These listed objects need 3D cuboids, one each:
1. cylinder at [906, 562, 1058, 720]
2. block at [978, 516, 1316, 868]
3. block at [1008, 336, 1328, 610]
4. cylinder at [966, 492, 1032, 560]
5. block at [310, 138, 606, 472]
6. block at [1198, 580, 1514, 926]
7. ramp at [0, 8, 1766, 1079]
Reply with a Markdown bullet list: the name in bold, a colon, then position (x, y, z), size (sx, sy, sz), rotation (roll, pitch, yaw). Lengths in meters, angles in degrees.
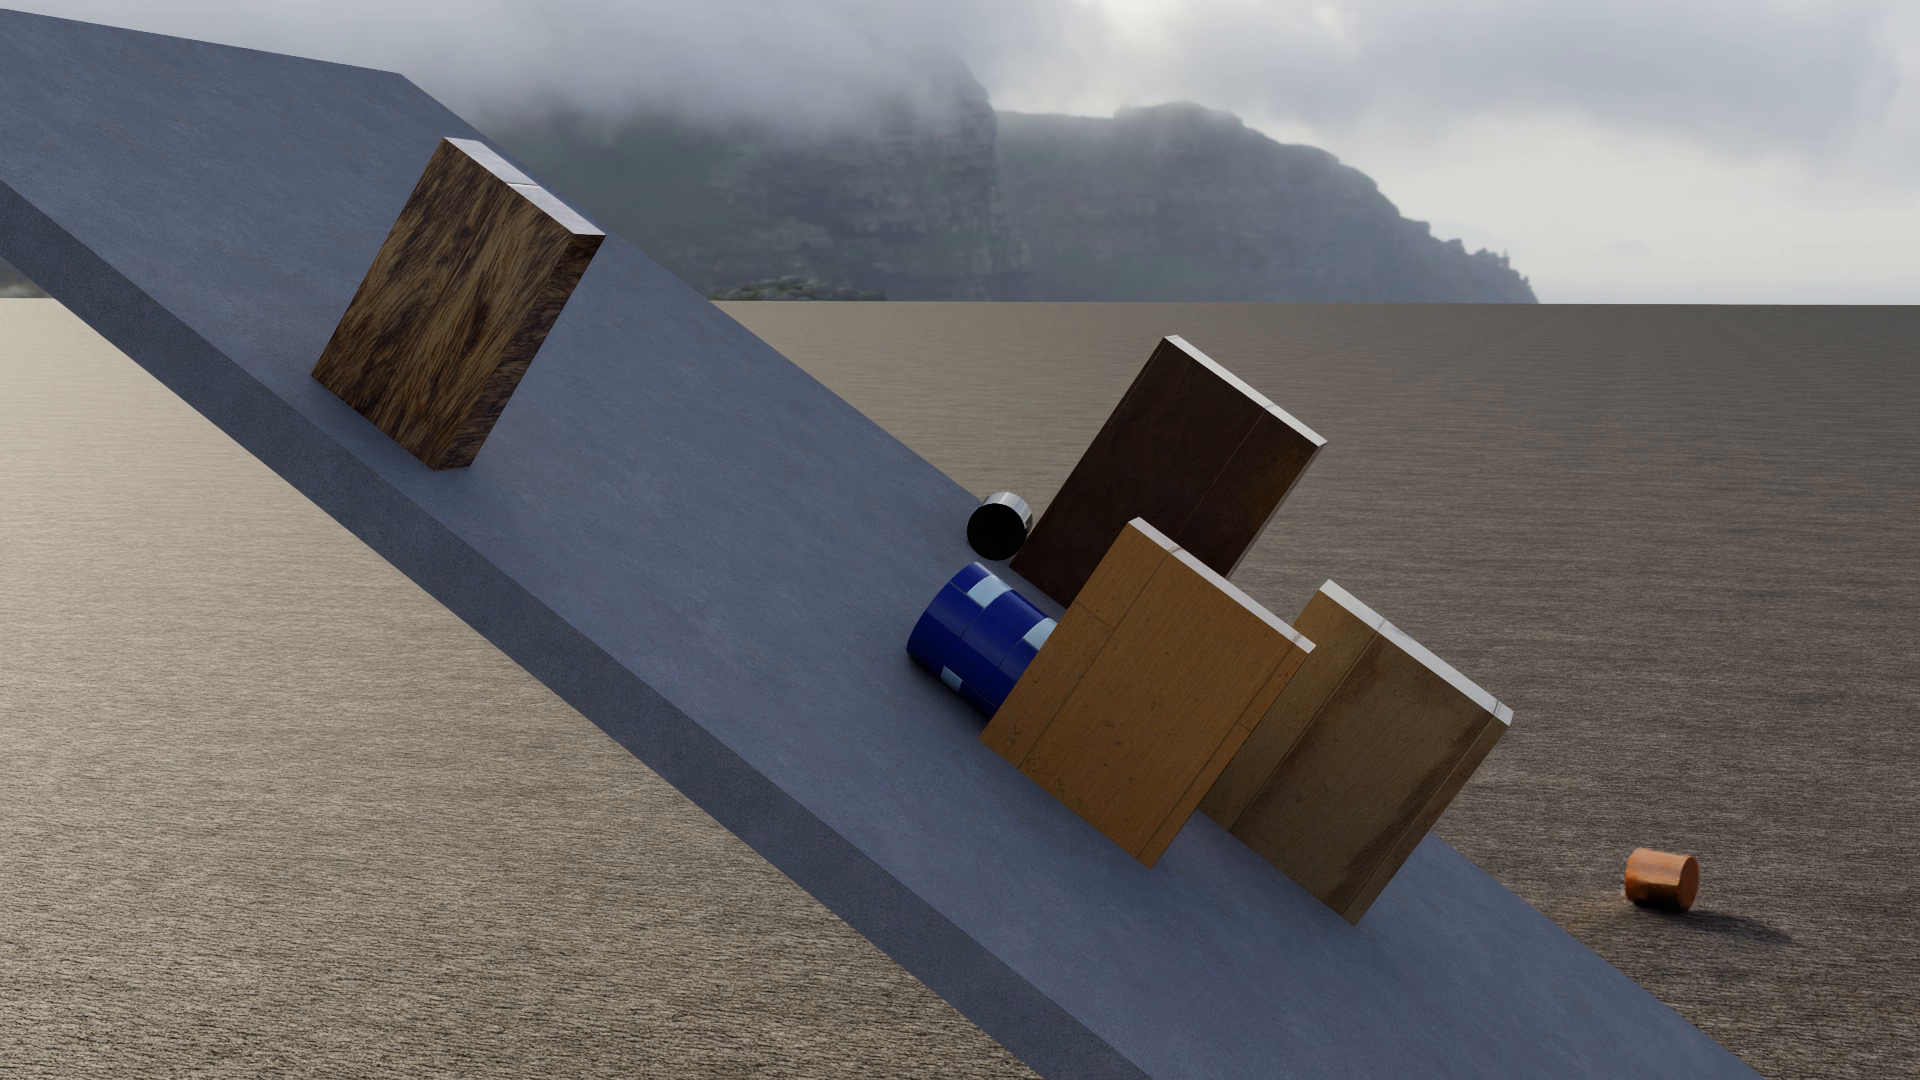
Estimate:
- **cylinder**: position (0.050, 0.181, 3.849), size (0.204, 0.204, 0.204), rotation (38, 19, 14)
- **block**: position (0.308, 0.255, 3.671), size (0.362, 0.456, 0.085), rotation (37, 15, 10)
- **block**: position (0.439, -0.076, 4.682), size (0.392, 0.597, 0.141), rotation (37, 15, 10)
- **cylinder**: position (0.086, -0.030, 4.718), size (0.125, 0.125, 0.125), rotation (1, 12, 9)
- **block**: position (-0.773, -0.360, 3.379), size (0.258, 0.435, 0.106), rotation (37, 15, 10)
- **block**: position (0.703, 0.388, 4.047), size (0.411, 0.468, 0.140), rotation (37, 15, 10)
- **ramp**: position (-0.108, 0.186, 4.090), size (4.000, 0.100, 2.000), rotation (37, 15, 10)
